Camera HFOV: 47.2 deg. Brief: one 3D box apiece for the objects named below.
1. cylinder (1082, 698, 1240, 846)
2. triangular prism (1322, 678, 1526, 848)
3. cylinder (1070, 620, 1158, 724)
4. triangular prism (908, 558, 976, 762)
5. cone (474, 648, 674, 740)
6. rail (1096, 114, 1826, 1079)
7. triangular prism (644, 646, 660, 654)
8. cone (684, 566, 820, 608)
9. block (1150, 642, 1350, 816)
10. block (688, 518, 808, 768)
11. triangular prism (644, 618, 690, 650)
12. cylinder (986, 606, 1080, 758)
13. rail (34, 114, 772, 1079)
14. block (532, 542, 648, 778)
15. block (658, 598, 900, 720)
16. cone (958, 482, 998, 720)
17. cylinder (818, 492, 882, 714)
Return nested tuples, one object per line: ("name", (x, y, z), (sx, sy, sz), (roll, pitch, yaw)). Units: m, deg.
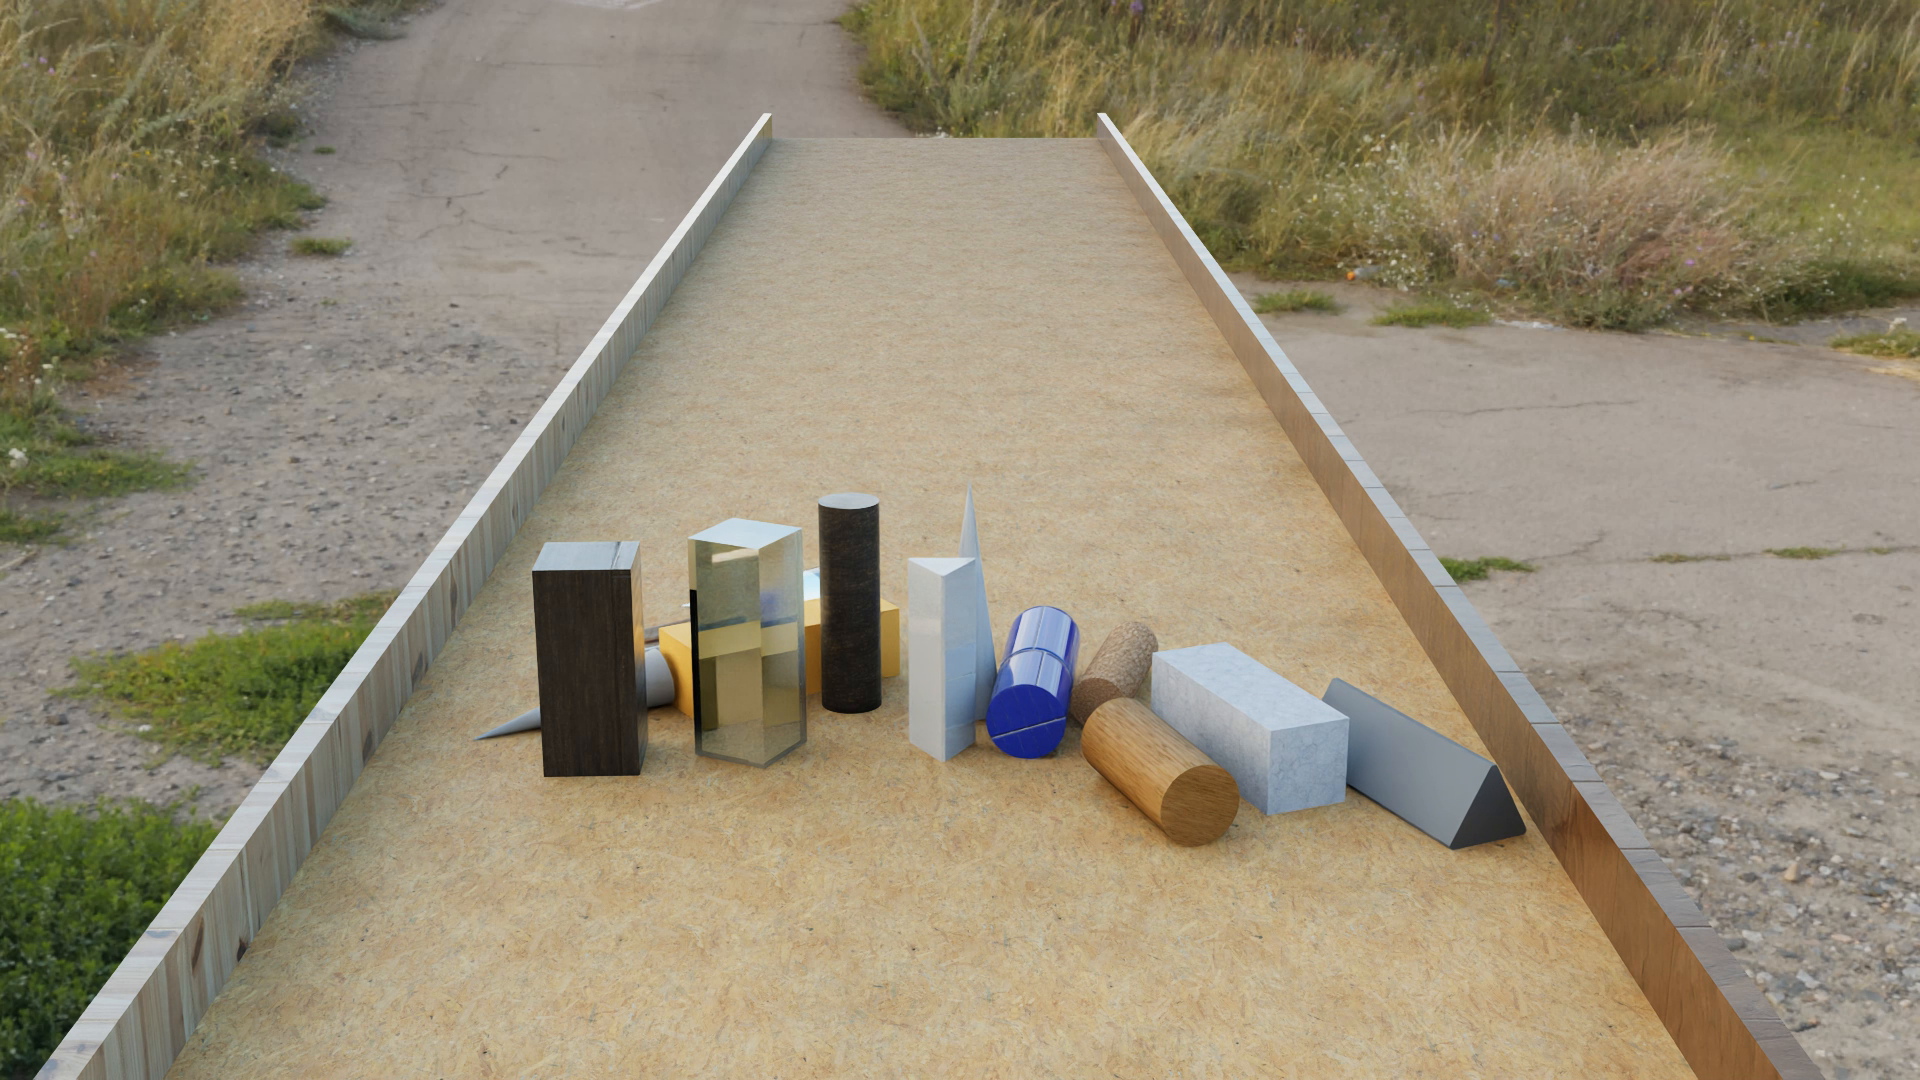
("cylinder", (0.331, 0.385, 3.686), (0.141, 0.141, 0.324), (-6, 18, -19))
("triangular prism", (0.764, 0.366, 3.750), (0.153, 0.132, 0.449), (-8, 18, -24))
("cylinder", (0.297, 0.255, 4.189), (0.103, 0.103, 0.336), (4, 17, 15))
("triangular prism", (-0.017, 0.206, 3.924), (0.102, 0.348, 0.118), (-10, 19, -30))
("cone", (-0.729, 0.312, 4.083), (0.387, 0.109, 0.109), (-18, 23, -27))
("rail", (0.932, -0.844, 7.801), (0.050, 0.150, 12.000), (0, 17, -1))
("triangular prism", (-0.534, 0.233, 4.294), (0.316, 0.080, 0.093), (-12, 20, -35))
("cone", (-0.411, 0.129, 4.381), (0.156, 0.156, 0.374), (16, 10, 42))
("block", (0.502, 0.325, 3.869), (0.152, 0.152, 0.420), (-7, 18, -22))
("block", (-0.376, 0.182, 3.907), (0.145, 0.404, 0.145), (8, 18, 26))
("triangular prism", (-0.533, 0.195, 4.417), (0.383, 0.083, 0.096), (-13, 21, -37))
("cylinder", (0.142, 0.259, 4.108), (0.142, 0.142, 0.445), (2, 17, 6))
("rail", (-1.118, -0.838, 7.780), (0.050, 0.150, 12.000), (0, 17, -1))
("block", (-0.646, 0.208, 3.865), (0.167, 0.378, 0.167), (-1, 17, -2))
("block", (-0.345, 0.217, 4.253), (0.449, 0.139, 0.139), (-10, 19, -31))
("cone", (0.017, 0.102, 4.090), (0.128, 0.449, 0.128), (0, 15, 0))
("cylinder", (-0.206, 0.119, 4.127), (0.114, 0.399, 0.114), (0, 17, 0))
